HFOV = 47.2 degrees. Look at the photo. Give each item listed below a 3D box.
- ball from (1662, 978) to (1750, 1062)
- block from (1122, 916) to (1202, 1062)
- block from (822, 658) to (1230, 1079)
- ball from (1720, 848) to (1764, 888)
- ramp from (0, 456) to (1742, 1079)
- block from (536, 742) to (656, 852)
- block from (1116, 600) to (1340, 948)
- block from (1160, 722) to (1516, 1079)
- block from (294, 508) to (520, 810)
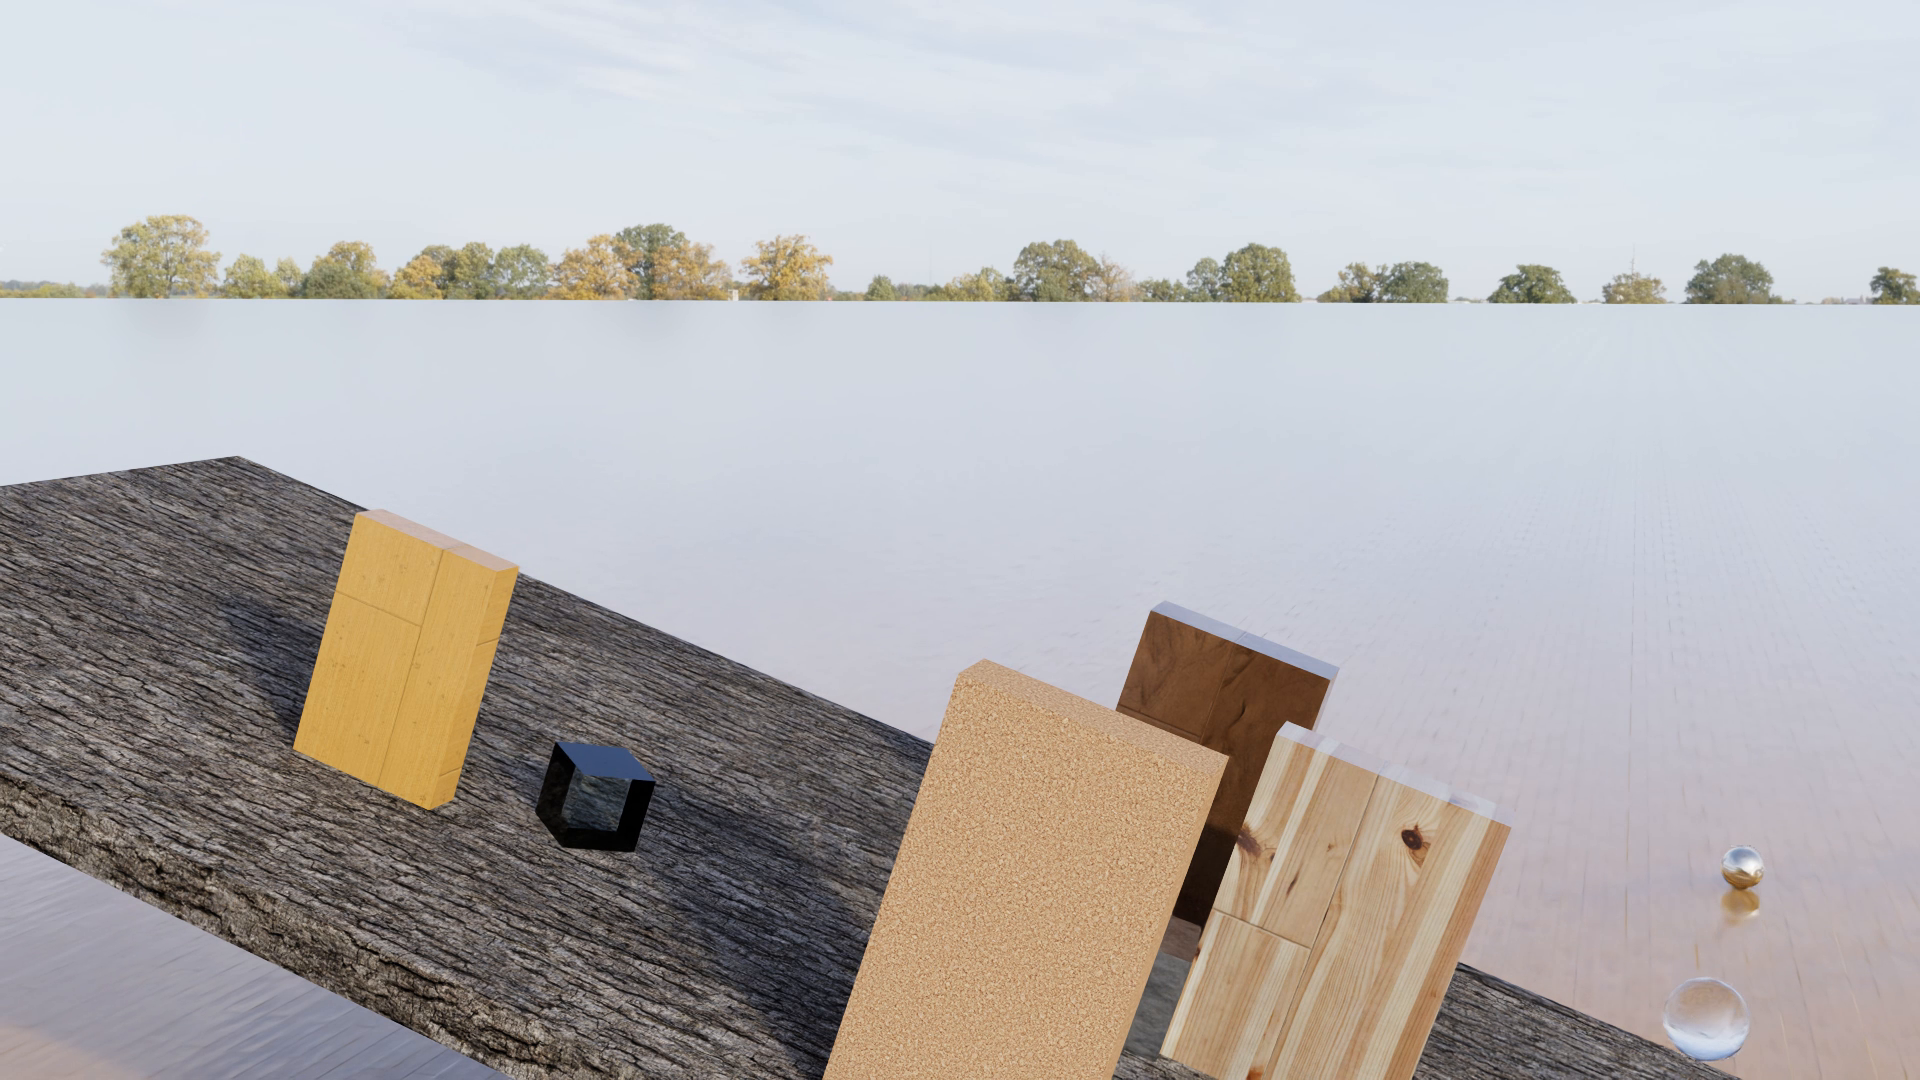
[{"bbox_3d":[1.607,1.033,4.735,0.178,0.178,0.178,0,7,0],"label":"ball"},{"bbox_3d":[0.298,0.772,3.913,0.194,0.194,0.194,20,12,7],"label":"block"},{"bbox_3d":[0.089,0.577,3.273,0.394,0.693,0.134,21,12,14],"label":"block"},{"bbox_3d":[2.363,0.990,6.640,0.125,0.125,0.125,0,7,0],"label":"ball"},{"bbox_3d":[-0.348,0.648,4.220,4.000,0.100,2.000,21,12,14],"label":"ramp"},{"bbox_3d":[-0.662,0.466,3.986,0.143,0.143,0.143,10,14,-34],"label":"block"},{"bbox_3d":[0.466,0.487,4.392,0.373,0.628,0.138,21,12,14],"label":"block"},{"bbox_3d":[0.648,0.683,3.811,0.415,0.616,0.115,21,12,14],"label":"block"},{"bbox_3d":[-0.985,0.210,3.903,0.288,0.454,0.082,21,12,14],"label":"block"}]
